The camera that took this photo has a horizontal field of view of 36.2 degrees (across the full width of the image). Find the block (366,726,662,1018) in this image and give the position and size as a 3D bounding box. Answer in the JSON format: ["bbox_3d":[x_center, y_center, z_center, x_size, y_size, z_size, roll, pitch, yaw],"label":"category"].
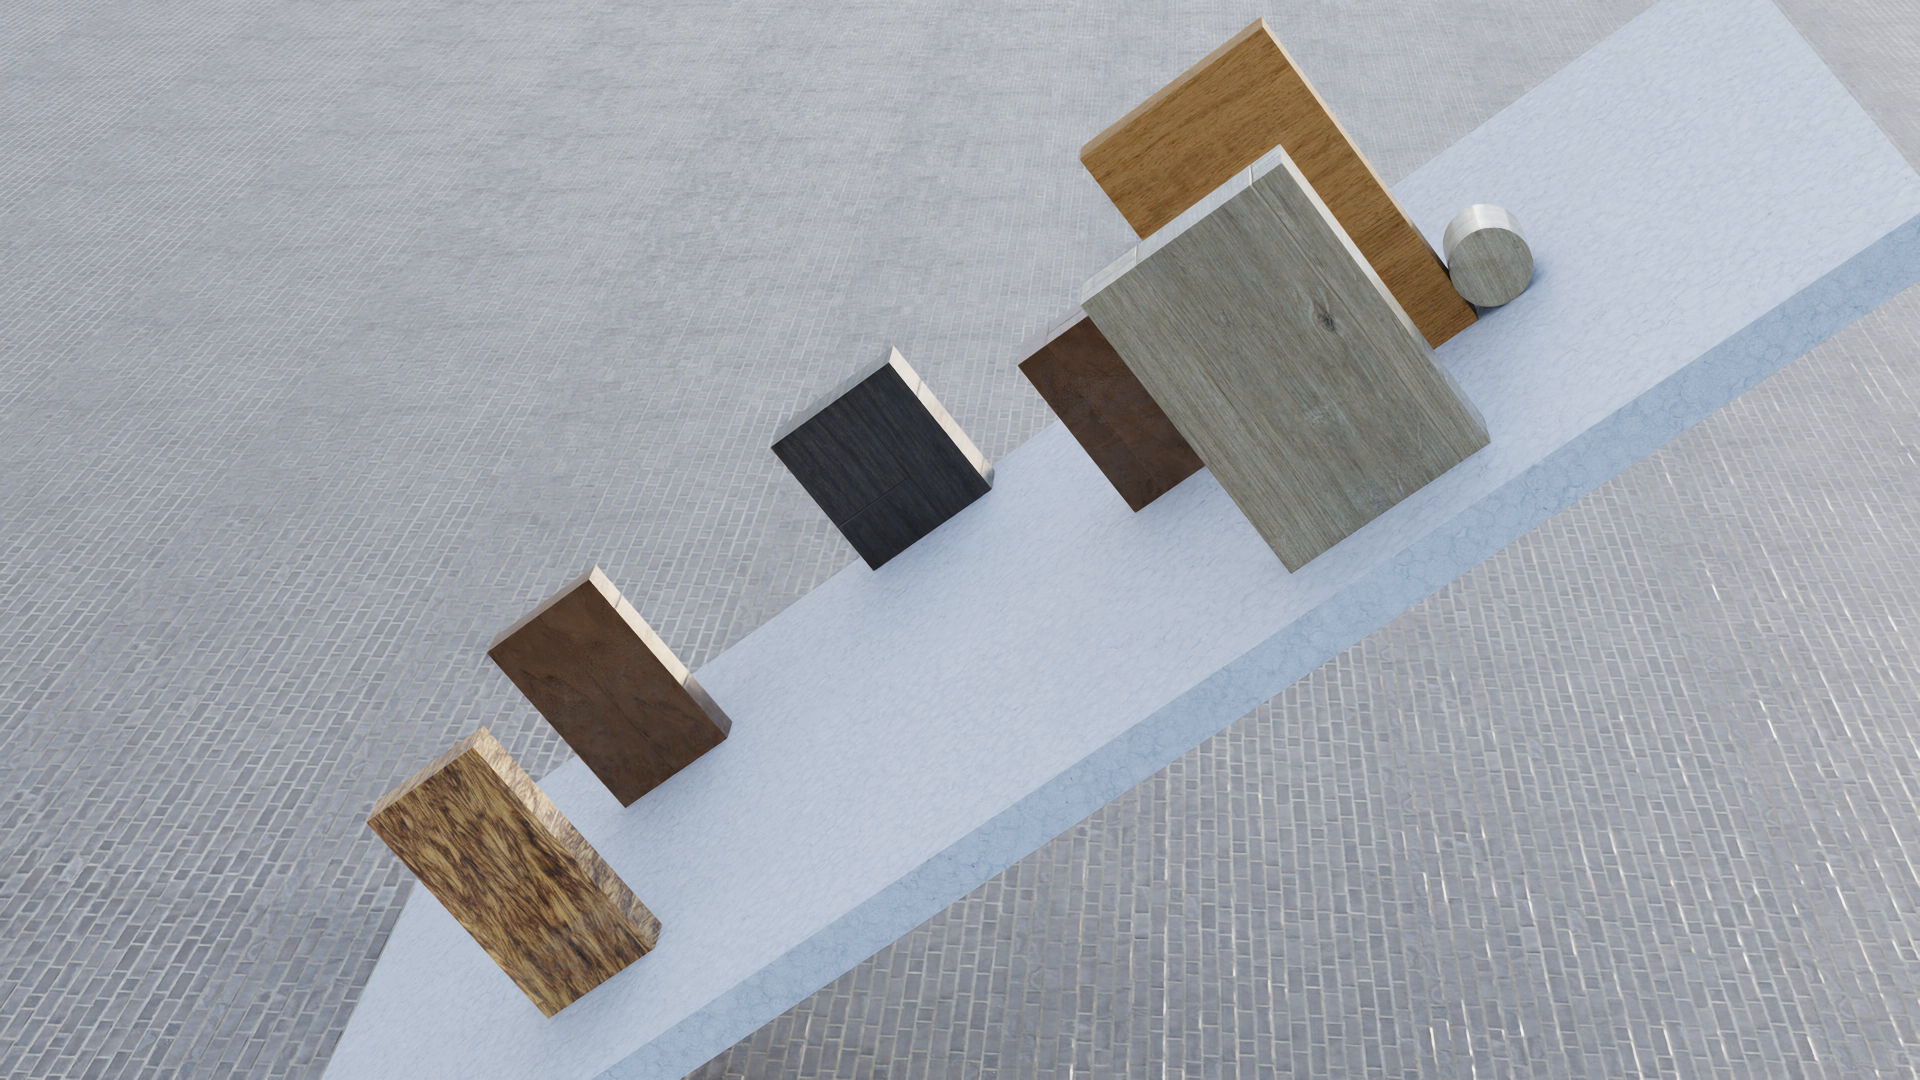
[{"bbox_3d":[-0.912,0.686,6.042,0.292,0.569,0.096,-35,16,17],"label":"block"}]

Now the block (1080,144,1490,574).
[{"bbox_3d":[0.585,-0.318,5.282,0.435,0.641,0.122,-35,16,17],"label":"block"}]

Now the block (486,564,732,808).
[{"bbox_3d":[-0.820,0.347,6.902,0.317,0.503,0.086,-35,16,17],"label":"block"}]

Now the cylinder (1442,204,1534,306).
[{"bbox_3d":[1.042,-0.564,5.814,0.162,0.162,0.162,2,23,4],"label":"cylinder"}]

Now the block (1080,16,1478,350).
[{"bbox_3d":[0.631,-0.605,5.808,0.436,0.730,0.088,-35,16,17],"label":"block"}]

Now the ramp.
[{"bbox_3d":[0.127,0.180,6.326,4.000,0.100,2.000,-35,16,17],"label":"ramp"}]

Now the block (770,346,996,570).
[{"bbox_3d":[-0.186,-0.196,7.150,0.366,0.403,0.121,-35,16,17],"label":"block"}]

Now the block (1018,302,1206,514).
[{"bbox_3d":[0.405,-0.344,6.193,0.391,0.412,0.142,-35,16,17],"label":"block"}]
